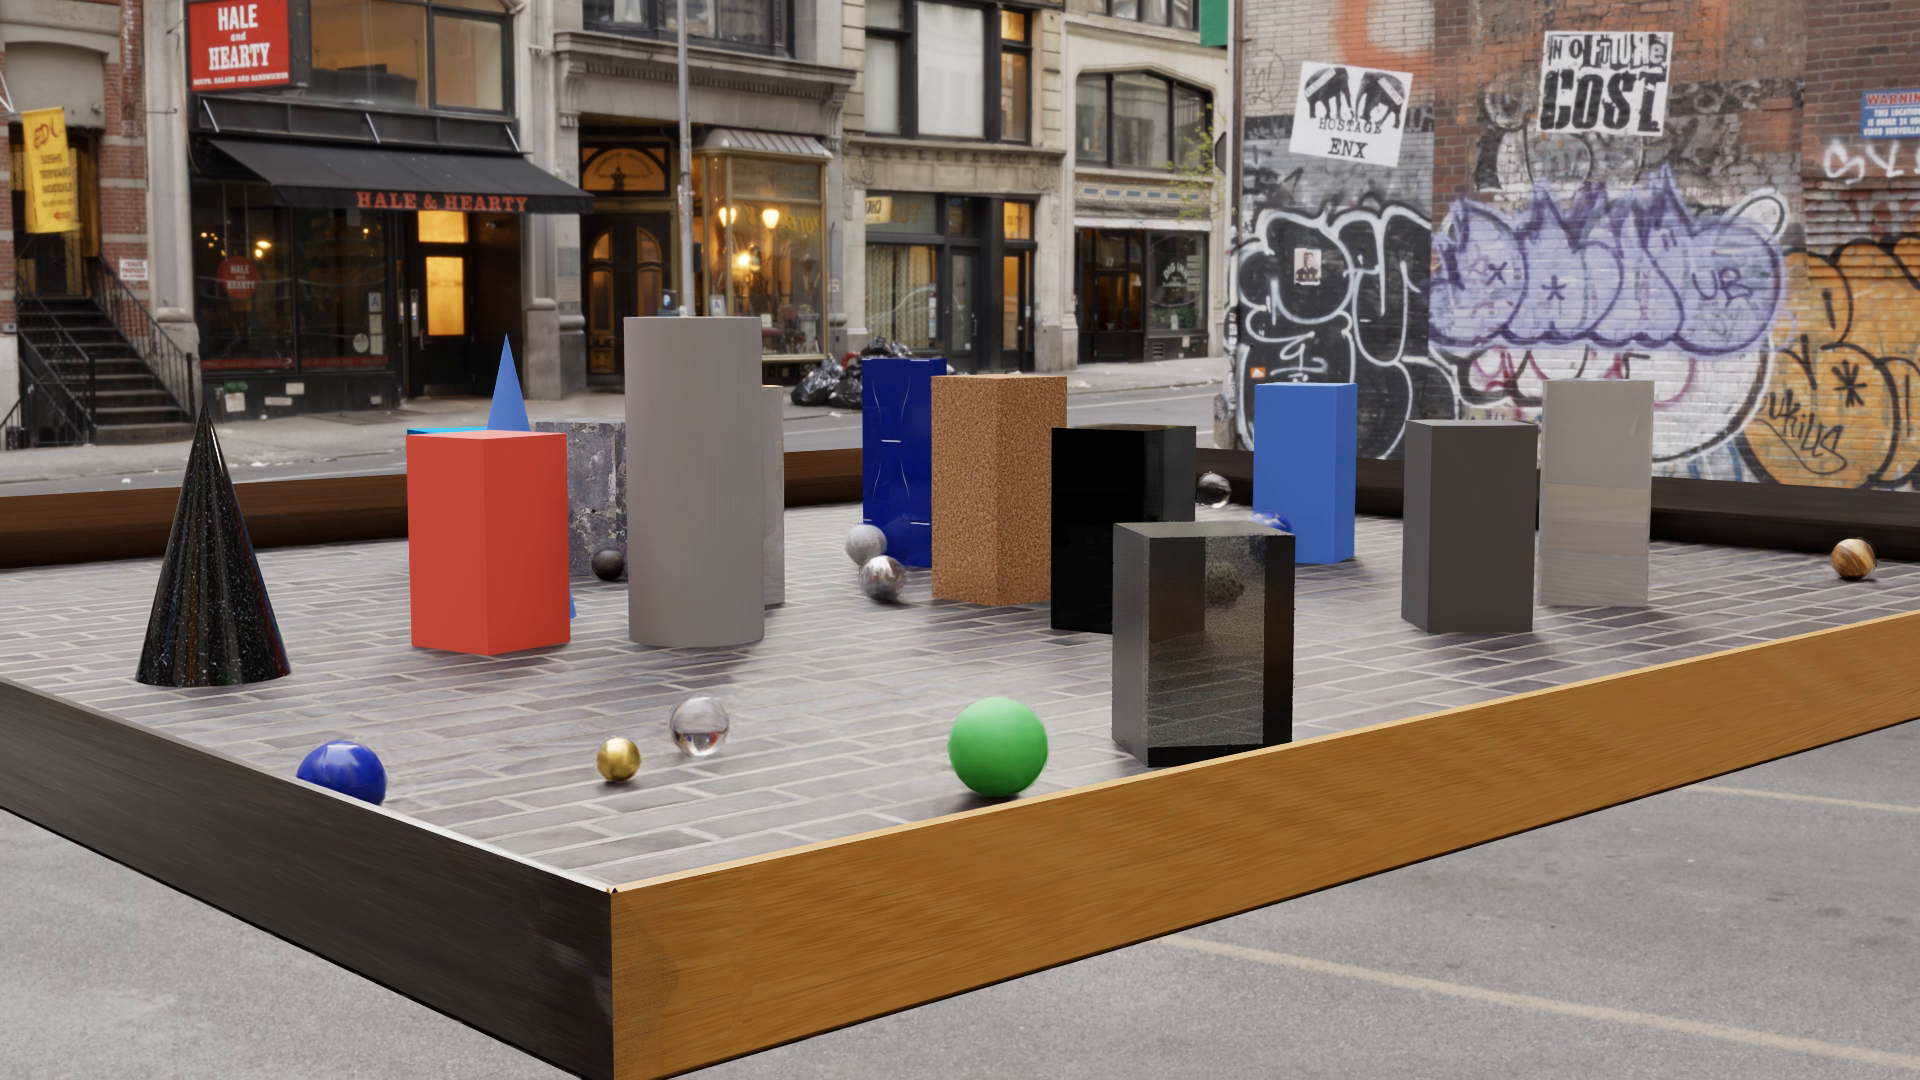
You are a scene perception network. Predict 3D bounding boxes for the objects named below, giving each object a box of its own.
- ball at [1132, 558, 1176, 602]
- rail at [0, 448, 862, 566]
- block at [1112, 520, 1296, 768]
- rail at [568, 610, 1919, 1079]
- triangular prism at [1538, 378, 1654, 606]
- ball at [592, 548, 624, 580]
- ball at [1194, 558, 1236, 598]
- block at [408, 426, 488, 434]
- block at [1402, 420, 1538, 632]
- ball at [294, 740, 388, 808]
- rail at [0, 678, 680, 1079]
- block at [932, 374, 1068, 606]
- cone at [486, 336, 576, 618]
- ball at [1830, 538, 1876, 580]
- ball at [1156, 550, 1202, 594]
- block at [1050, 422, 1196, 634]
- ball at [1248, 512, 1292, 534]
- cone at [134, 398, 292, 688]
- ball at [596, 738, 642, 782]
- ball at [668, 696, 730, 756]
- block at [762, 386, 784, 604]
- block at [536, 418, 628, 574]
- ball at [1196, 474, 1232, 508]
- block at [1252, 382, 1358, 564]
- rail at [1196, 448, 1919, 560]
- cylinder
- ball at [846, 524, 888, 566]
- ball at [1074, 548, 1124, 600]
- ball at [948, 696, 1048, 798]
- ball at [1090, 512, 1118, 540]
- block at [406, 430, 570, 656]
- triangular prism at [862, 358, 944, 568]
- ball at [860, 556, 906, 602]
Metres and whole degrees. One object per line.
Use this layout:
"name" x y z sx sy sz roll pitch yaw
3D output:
"ball" 0.291 0.061 3.303 0.067 0.067 0.067 0 6 0
"rail" -0.944 -0.078 4.350 3.145 0.118 0.045 -6 8 -42
"block" 0.240 0.100 2.196 0.145 0.224 0.145 -1 6 -10
"rail" 0.944 0.139 2.315 3.145 0.118 0.045 -6 8 -42
"triangular prism" 0.948 -0.076 3.319 0.157 0.334 0.136 1 6 7
"ball" -0.571 0.039 3.568 0.053 0.053 0.053 0 6 0
"ball" 0.389 0.057 3.350 0.063 0.063 0.063 0 6 0
"block" -0.848 -0.072 3.757 0.145 0.233 0.145 -4 7 -31
"block" 0.707 -0.022 3.060 0.145 0.283 0.145 0 6 -3
"ball" -0.527 0.209 1.870 0.077 0.077 0.077 0 6 0
"rail" -1.138 0.142 2.288 0.045 0.118 2.831 -6 8 -42
"block" 0.059 -0.080 3.344 0.145 0.337 0.145 -6 8 -42
"cone" -0.641 -0.092 3.131 0.182 0.406 0.182 0 6 0
"ball" 1.455 0.031 3.583 0.067 0.067 0.067 0 6 0
"ball" 0.336 0.049 3.390 0.071 0.071 0.071 0 6 0
"block" 0.226 -0.018 3.041 0.145 0.278 0.145 4 7 34
"ball" 0.528 -0.003 3.788 0.090 0.090 0.090 0 6 0
"cone" -0.903 -0.005 2.645 0.182 0.337 0.182 0 6 0
"ball" -0.320 0.206 2.059 0.042 0.042 0.042 0 6 0
"ball" -0.258 0.184 2.179 0.060 0.060 0.060 0 6 0
"block" -0.366 -0.068 3.291 0.145 0.325 0.145 -6 8 -43
"block" -0.615 -0.076 3.717 0.145 0.251 0.145 2 6 18
"ball" 0.558 -0.107 4.830 0.075 0.075 0.075 0 6 0
"block" 0.607 -0.121 3.870 0.145 0.307 0.145 3 7 24
"rail" 1.138 -0.081 4.377 0.045 0.118 2.831 -6 8 -42
"cylinder" -0.354 -0.083 2.940 0.182 0.429 0.182 0 6 0
"ball" -0.160 0.009 3.762 0.071 0.071 0.071 0 6 0
"ball" 0.211 0.051 3.342 0.079 0.079 0.079 0 6 0
"ball" 0.034 0.188 1.998 0.091 0.091 0.091 0 6 0
"ball" 0.273 -0.026 4.165 0.056 0.056 0.056 0 6 0
"block" -0.619 -0.001 2.889 0.145 0.276 0.145 4 7 35
"triangular prism" -0.066 -0.139 3.823 0.157 0.353 0.136 4 7 34
"ball" -0.115 0.058 3.315 0.070 0.070 0.070 0 6 0
